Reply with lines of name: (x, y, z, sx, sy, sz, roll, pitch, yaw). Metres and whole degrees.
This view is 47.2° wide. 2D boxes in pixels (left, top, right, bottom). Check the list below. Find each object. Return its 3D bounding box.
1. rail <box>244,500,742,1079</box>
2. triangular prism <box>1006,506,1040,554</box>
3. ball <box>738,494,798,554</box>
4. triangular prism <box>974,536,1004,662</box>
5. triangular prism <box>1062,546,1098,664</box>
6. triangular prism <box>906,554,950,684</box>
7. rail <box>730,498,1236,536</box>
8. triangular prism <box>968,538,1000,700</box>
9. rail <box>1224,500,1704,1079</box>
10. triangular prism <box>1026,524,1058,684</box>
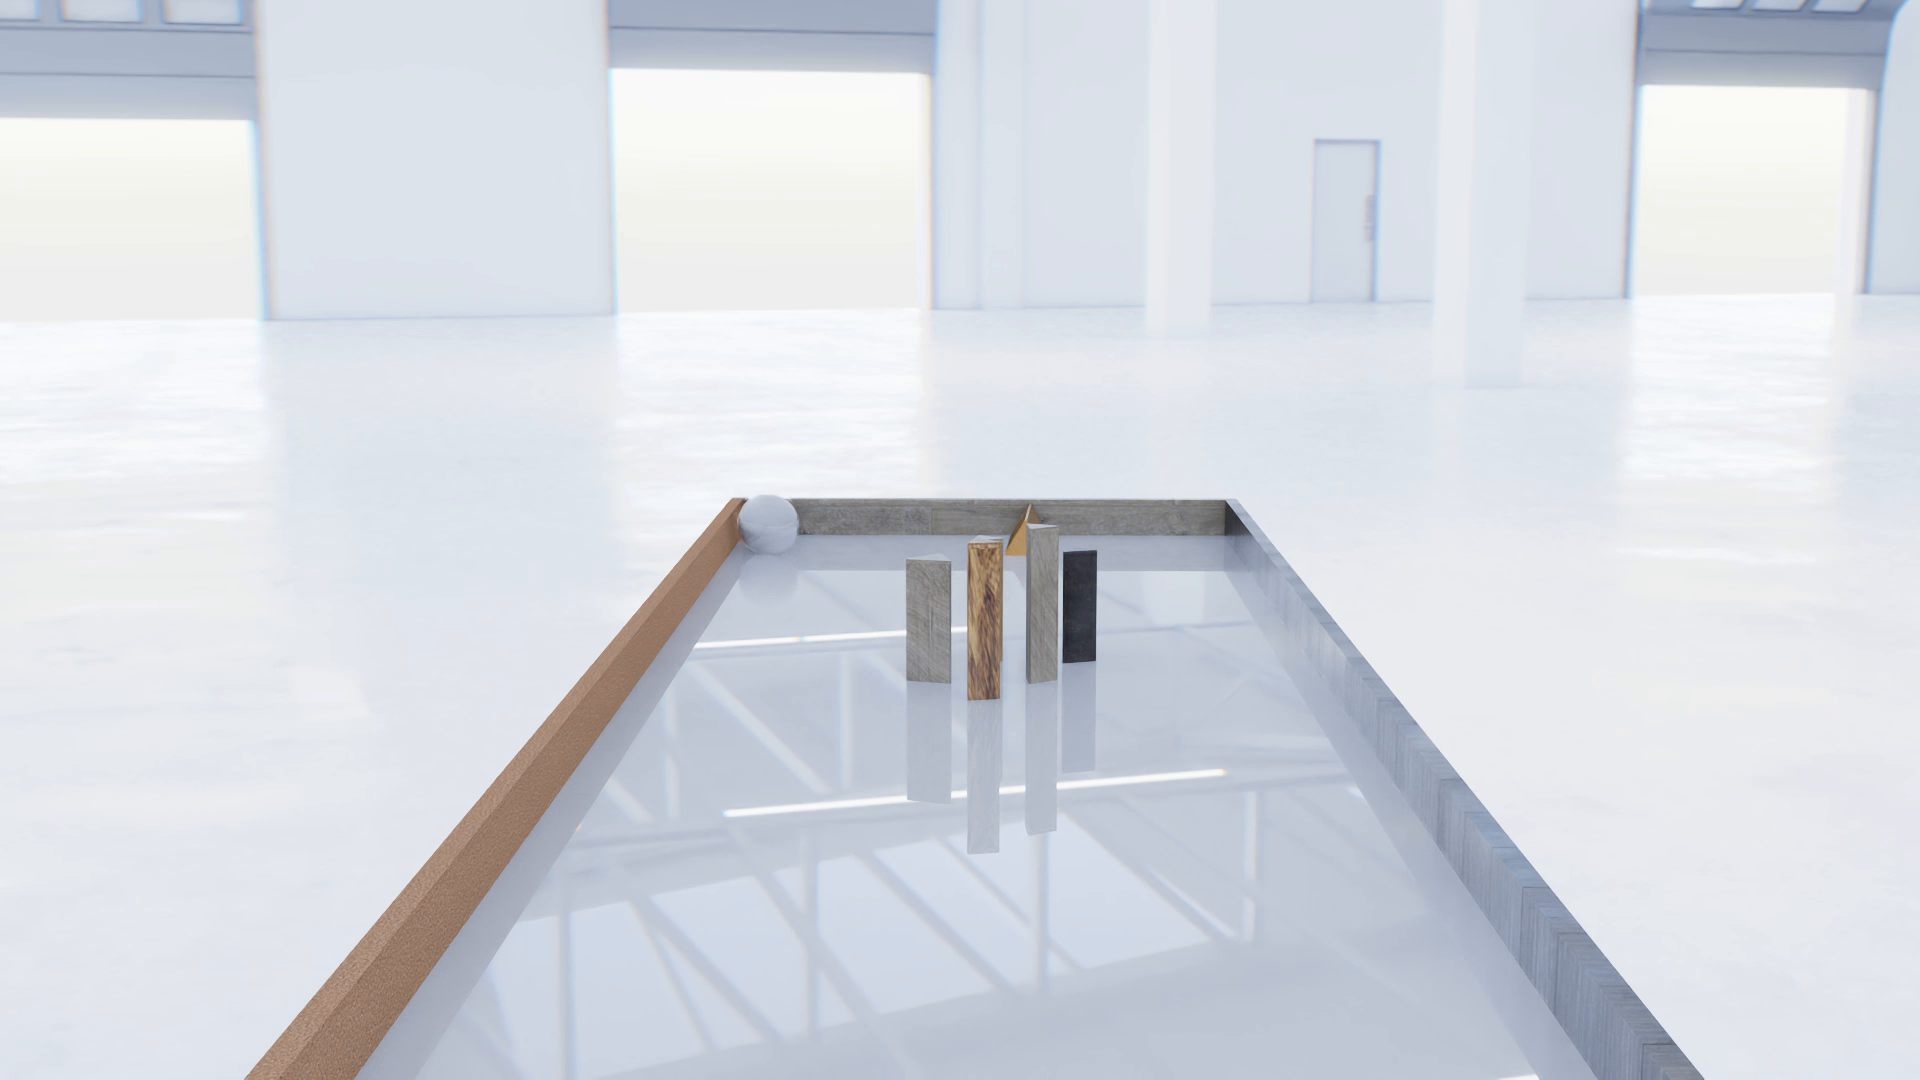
rail: (-1.004, 0.839, 3.234, 0.050, 0.150, 12.000, 0, 9, 1)
triangular prism: (0.273, -0.045, 8.844, 0.155, 0.134, 0.450, 1, 9, 4)
ball: (-0.756, -0.064, 8.649, 0.239, 0.239, 0.239, 0, 9, 0)
triangular prism: (0.072, 0.178, 6.683, 0.096, 0.377, 0.083, -3, 9, -18)
triangular prism: (0.348, 0.194, 6.688, 0.109, 0.343, 0.094, -3, 10, -19)
triangular prism: (-0.074, 0.227, 6.429, 0.136, 0.360, 0.118, 3, 9, 17)
rail: (0.099, -0.098, 9.147, 2.100, 0.150, 0.050, 0, 9, 1)
triangular prism: (0.058, 0.222, 6.182, 0.093, 0.447, 0.081, -2, 9, -12)
rail: (1.046, 0.843, 3.208, 0.050, 0.150, 12.000, 0, 9, 1)
triangular prism: (0.220, 0.183, 6.403, 0.101, 0.455, 0.087, -6, 11, -33)
